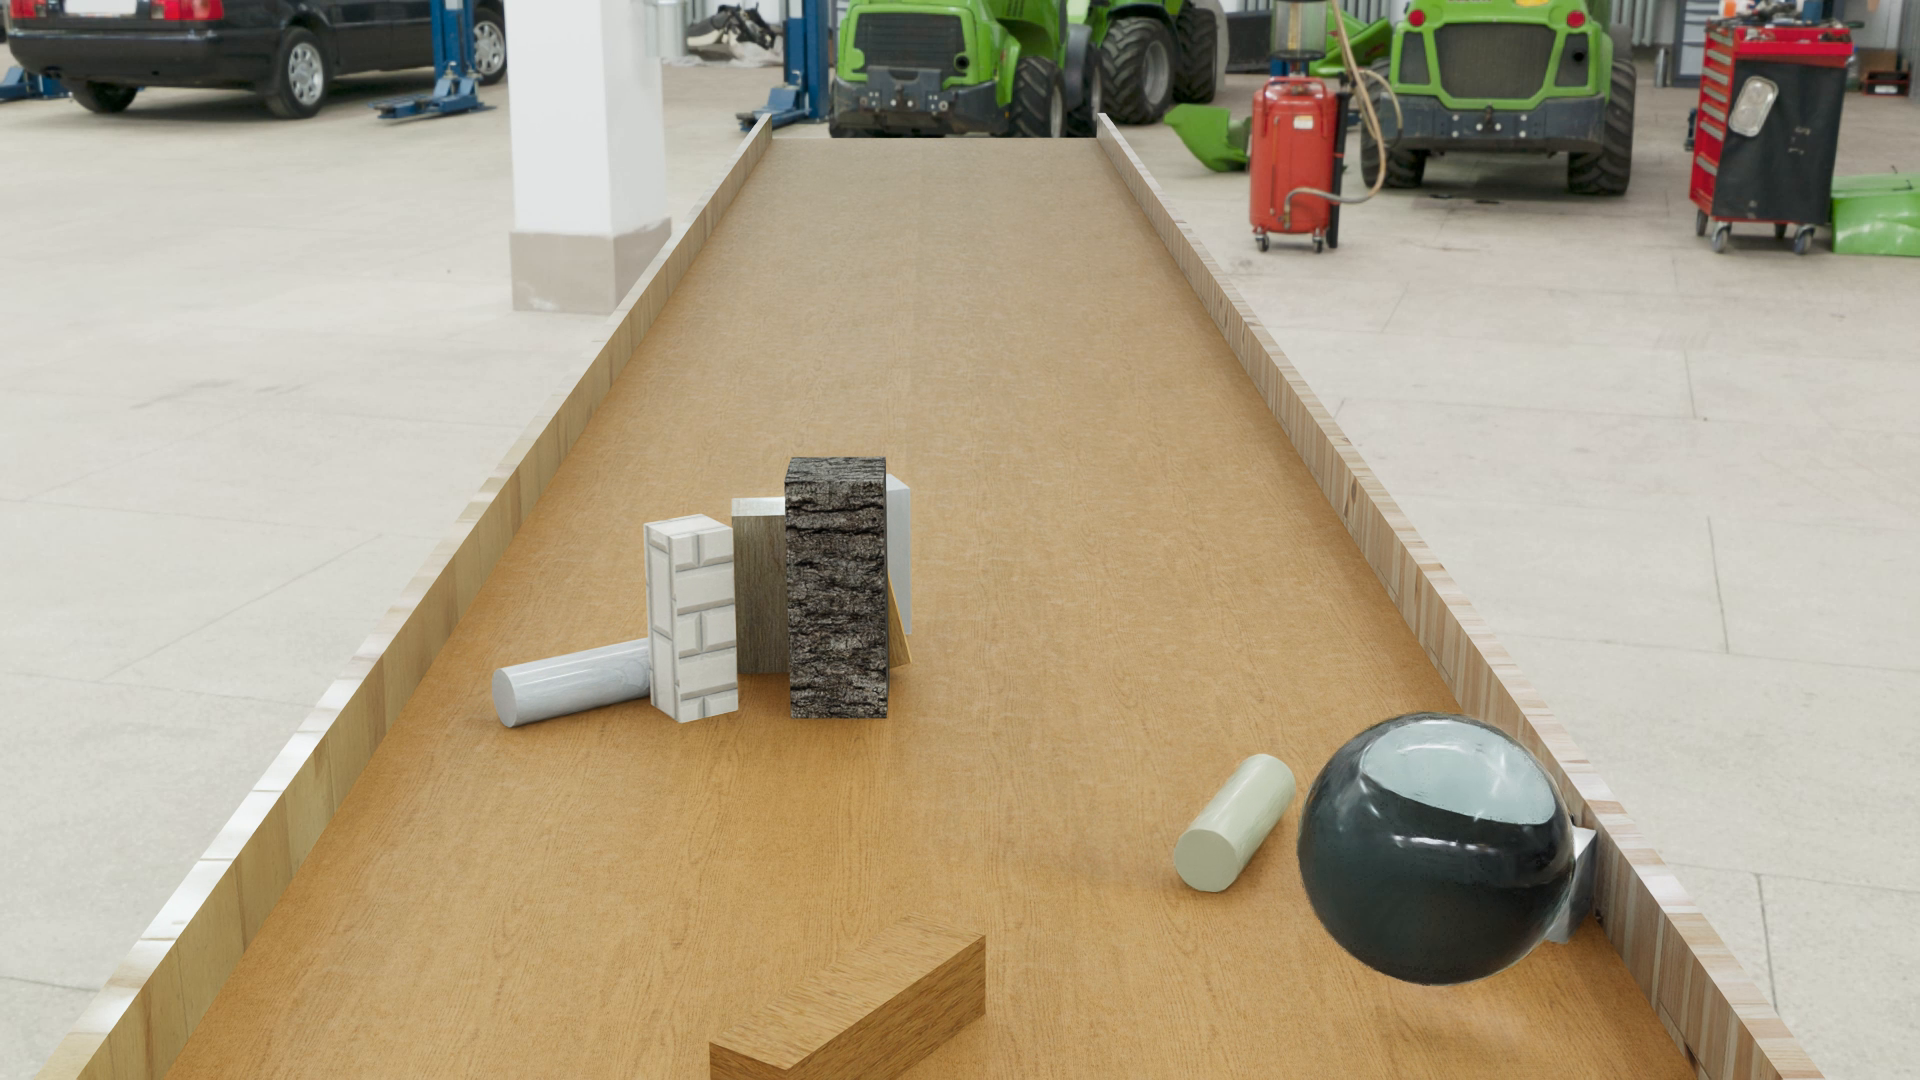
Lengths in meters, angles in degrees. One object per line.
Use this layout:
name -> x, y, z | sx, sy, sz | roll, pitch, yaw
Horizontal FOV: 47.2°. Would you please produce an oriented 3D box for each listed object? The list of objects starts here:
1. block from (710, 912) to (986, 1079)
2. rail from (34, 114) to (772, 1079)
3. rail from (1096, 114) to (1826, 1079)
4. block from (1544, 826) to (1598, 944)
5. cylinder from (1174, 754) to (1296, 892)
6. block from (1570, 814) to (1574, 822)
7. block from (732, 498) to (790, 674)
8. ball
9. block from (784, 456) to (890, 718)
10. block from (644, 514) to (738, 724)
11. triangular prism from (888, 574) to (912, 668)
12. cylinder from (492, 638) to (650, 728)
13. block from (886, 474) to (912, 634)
block -> -0.137, 0.636, 2.874 | 0.121, 0.121, 0.435 | 11, 20, 33
rail -> -1.118, -0.838, 7.780 | 0.050, 0.150, 12.000 | 0, 17, -1
rail -> 0.932, -0.844, 7.801 | 0.050, 0.150, 12.000 | 0, 17, -1
block -> 0.772, 0.490, 3.349 | 0.352, 0.131, 0.131 | 10, 19, 29
cylinder -> 0.444, 0.450, 3.528 | 0.105, 0.105, 0.329 | 7, 18, 22
block -> 0.803, 0.459, 3.497 | 0.312, 0.105, 0.105 | 14, 21, 39
block -> -0.383, 0.089, 4.359 | 0.130, 0.324, 0.130 | -2, 17, -5
ball -> 0.669, 0.434, 3.097 | 0.383, 0.383, 0.383 | 0, 17, 0
block -> -0.228, 0.088, 4.125 | 0.179, 0.458, 0.179 | 0, 17, 0
block -> -0.503, 0.145, 4.112 | 0.121, 0.357, 0.121 | -11, 20, -33
triangular prism -> -0.216, 0.104, 4.326 | 0.155, 0.305, 0.134 | -16, 11, -7
cylinder -> -0.687, 0.260, 4.158 | 0.377, 0.110, 0.110 | -11, 20, -34
block -> -0.181, 0.035, 4.558 | 0.124, 0.314, 0.124 | -6, 18, -20
